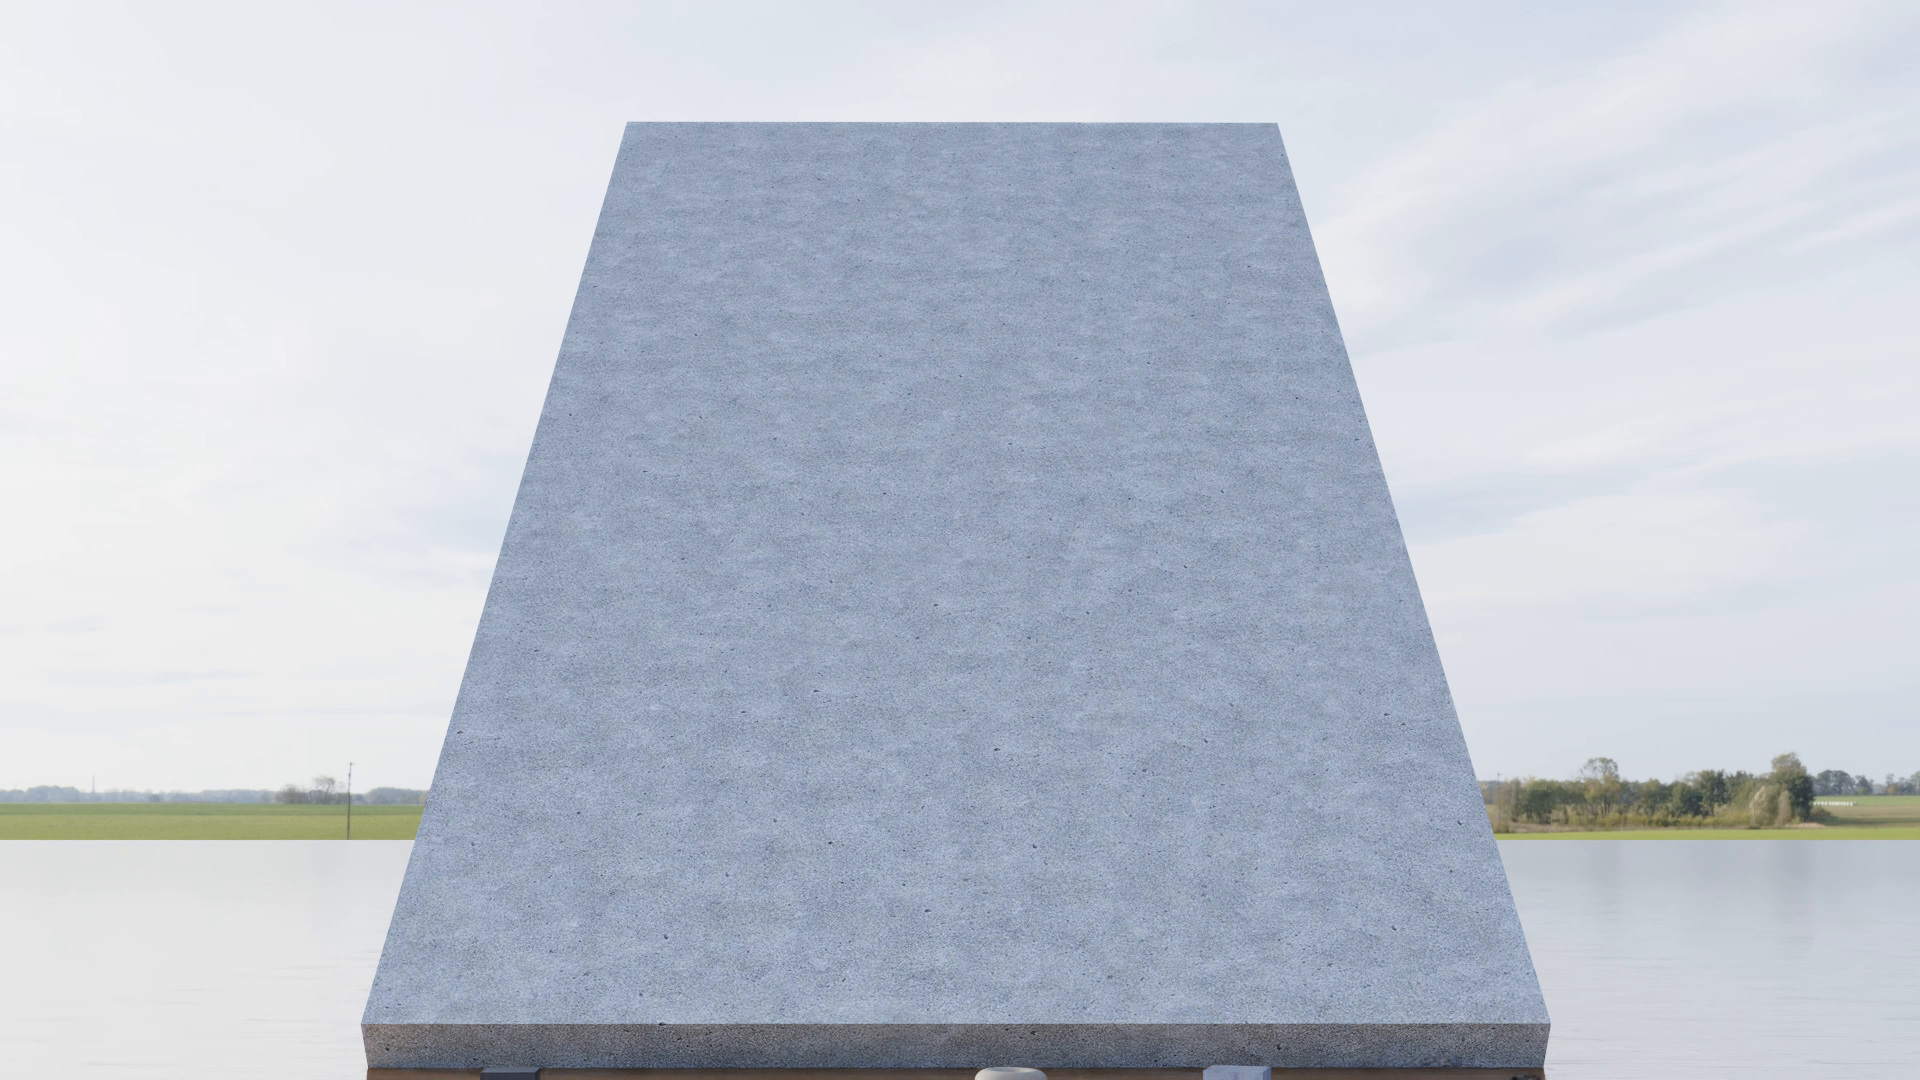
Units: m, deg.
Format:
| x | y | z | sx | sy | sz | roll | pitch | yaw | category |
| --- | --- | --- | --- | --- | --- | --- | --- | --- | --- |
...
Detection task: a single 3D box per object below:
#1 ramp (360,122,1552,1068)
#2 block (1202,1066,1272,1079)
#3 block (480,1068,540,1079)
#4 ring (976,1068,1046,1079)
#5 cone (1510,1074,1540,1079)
| x | y | z | sx | sy | sz | roll | pitch | yaw | category |
| --- | --- | --- | --- | --- | --- | --- | --- | --- | --- |
| -0.015 | -0.194 | 5.828 | 2.000 | 0.100 | 4.000 | 0 | 32 | 0 | ramp |
| 0.375 | 0.754 | 3.291 | 0.080 | 0.080 | 0.080 | -2 | -7 | 15 | block |
| -0.617 | 0.763 | 3.344 | 0.073 | 0.073 | 0.073 | 1 | -7 | -4 | block |
| 0.079 | 0.828 | 3.728 | 0.113 | 0.038 | 0.113 | 1 | -7 | 0 | ring |
| 0.817 | 0.807 | 3.511 | 0.060 | 0.060 | 0.060 | -2 | -34 | 19 | cone |
